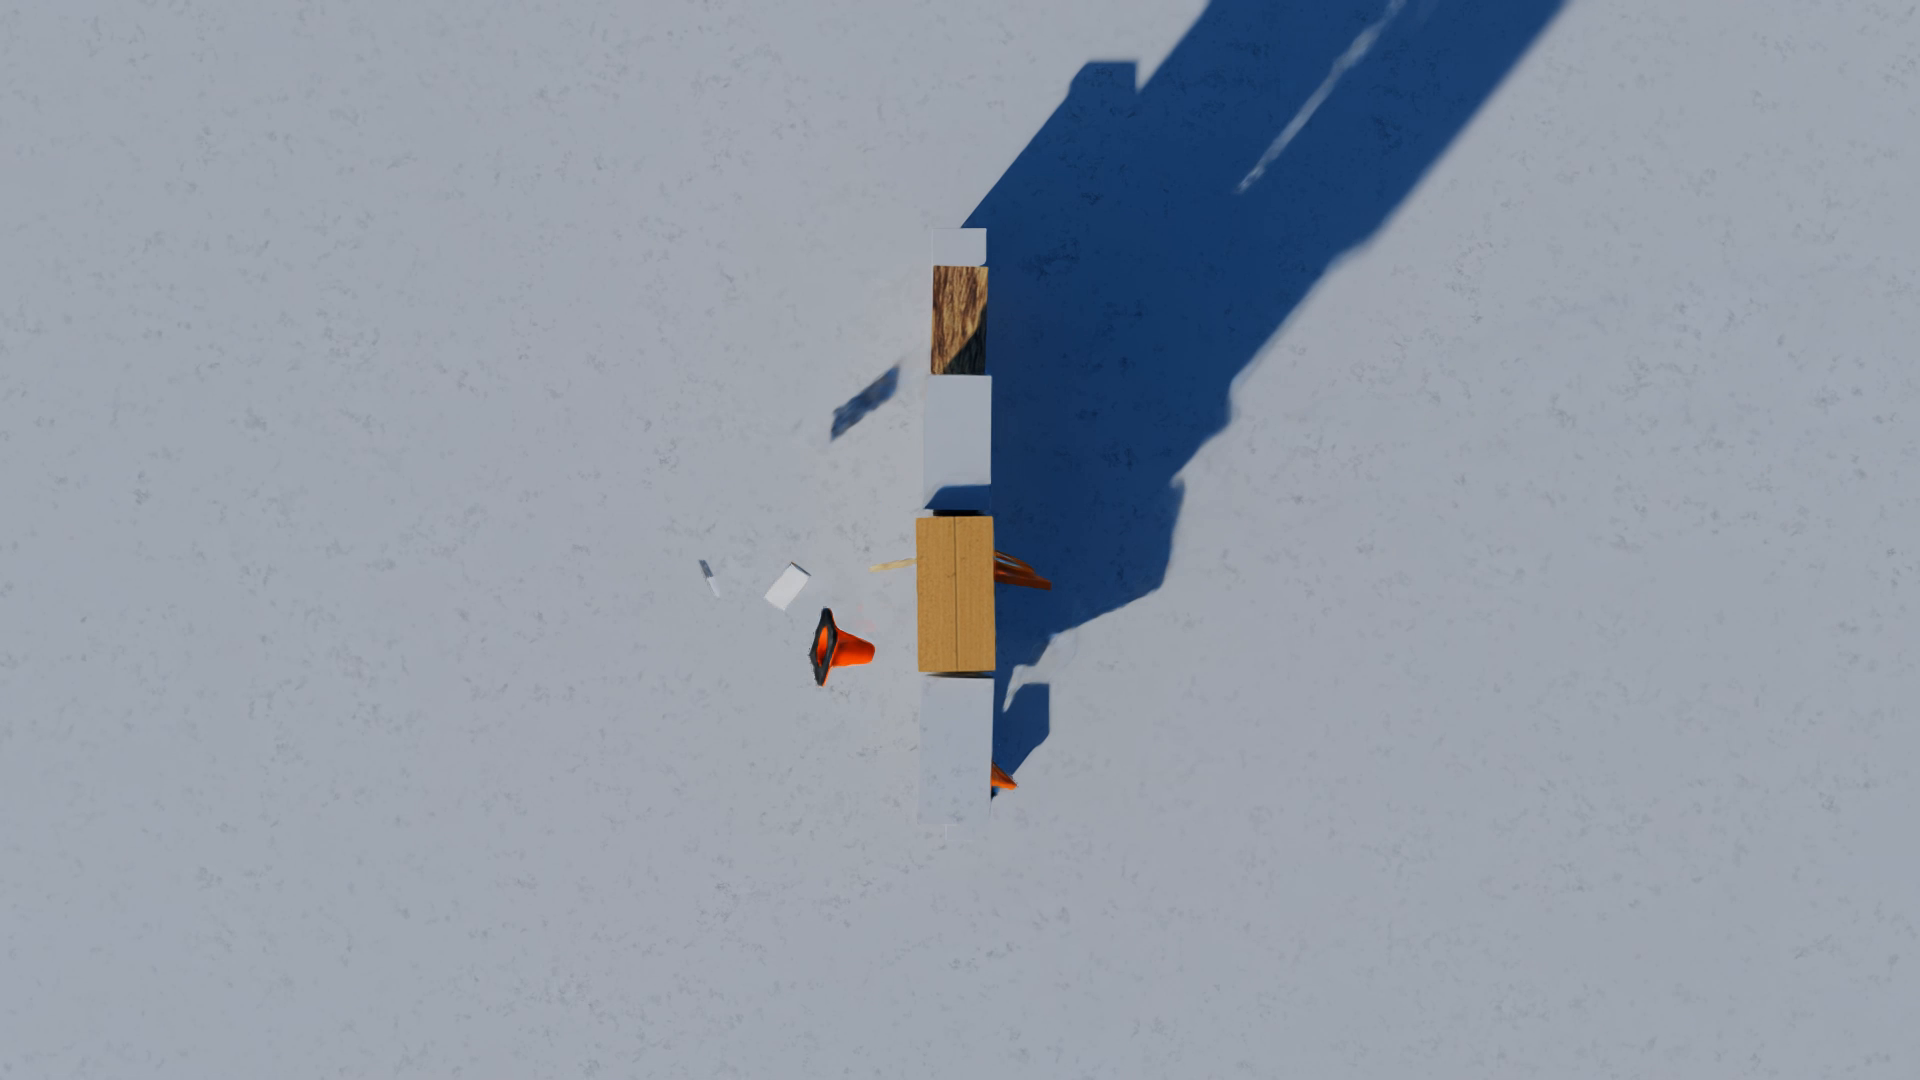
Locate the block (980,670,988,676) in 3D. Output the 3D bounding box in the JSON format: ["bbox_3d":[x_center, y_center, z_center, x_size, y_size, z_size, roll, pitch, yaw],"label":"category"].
[{"bbox_3d":[0.003,0.387,5.132,0.171,0.048,0.342,0,90,0],"label":"block"}]

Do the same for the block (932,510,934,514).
[{"bbox_3d":[-0.013,-0.085,4.365,0.113,0.226,0.032,0,90,0],"label":"block"}]

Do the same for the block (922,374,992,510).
[{"bbox_3d":[-0.006,-0.229,3.882,0.158,0.045,0.315,1,90,0],"label":"block"}]

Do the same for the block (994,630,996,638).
[{"bbox_3d":[-0.003,0.247,4.042,0.179,0.364,0.051,1,89,0],"label":"block"}]

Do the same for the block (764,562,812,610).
[{"bbox_3d":[-0.518,0.139,4.959,0.070,0.020,0.140,36,111,-13],"label":"block"}]

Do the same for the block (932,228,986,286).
[{"bbox_3d":[-0.003,-0.799,5.141,0.168,0.048,0.336,0,90,0],"label":"block"}]

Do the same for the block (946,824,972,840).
[{"bbox_3d":[-0.002,0.882,5.318,0.085,0.024,0.170,0,90,0],"label":"block"}]

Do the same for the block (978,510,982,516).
[{"bbox_3d":[-0.002,-0.139,4.874,0.130,0.037,0.260,2,90,0],"label":"block"}]

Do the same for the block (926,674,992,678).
[{"bbox_3d":[-0.004,0.369,4.052,0.171,0.342,0.048,2,90,0],"label":"block"}]

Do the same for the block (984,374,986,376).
[{"bbox_3d":[0.003,-0.564,4.809,0.144,0.041,0.287,0,90,0],"label":"block"}]

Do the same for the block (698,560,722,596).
[{"bbox_3d":[-0.781,0.117,5.152,0.020,0.140,0.070,-26,118,-9],"label":"block"}]

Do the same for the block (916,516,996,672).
[{"bbox_3d":[-0.010,0.125,3.836,0.179,0.051,0.357,-1,90,0],"label":"block"}]

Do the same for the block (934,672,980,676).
[{"bbox_3d":[-0.008,0.338,4.241,0.120,0.034,0.239,1,89,0],"label":"block"}]

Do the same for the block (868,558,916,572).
[{"bbox_3d":[-0.172,0.070,4.937,0.202,0.070,0.020,-10,92,32],"label":"block"}]

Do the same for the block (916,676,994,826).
[{"bbox_3d":[-0.011,0.491,3.855,0.171,0.048,0.342,2,89,1],"label":"block"}]

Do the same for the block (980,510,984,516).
[{"bbox_3d":[-0.001,-0.204,5.174,0.152,0.043,0.304,1,90,0],"label":"block"}]

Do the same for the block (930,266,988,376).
[{"bbox_3d":[-0.002,-0.532,4.022,0.133,0.038,0.266,2,89,0],"label":"block"}]

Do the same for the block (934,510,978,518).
[{"bbox_3d":[-0.010,-0.009,4.236,0.113,0.032,0.226,-1,90,0],"label":"block"}]
